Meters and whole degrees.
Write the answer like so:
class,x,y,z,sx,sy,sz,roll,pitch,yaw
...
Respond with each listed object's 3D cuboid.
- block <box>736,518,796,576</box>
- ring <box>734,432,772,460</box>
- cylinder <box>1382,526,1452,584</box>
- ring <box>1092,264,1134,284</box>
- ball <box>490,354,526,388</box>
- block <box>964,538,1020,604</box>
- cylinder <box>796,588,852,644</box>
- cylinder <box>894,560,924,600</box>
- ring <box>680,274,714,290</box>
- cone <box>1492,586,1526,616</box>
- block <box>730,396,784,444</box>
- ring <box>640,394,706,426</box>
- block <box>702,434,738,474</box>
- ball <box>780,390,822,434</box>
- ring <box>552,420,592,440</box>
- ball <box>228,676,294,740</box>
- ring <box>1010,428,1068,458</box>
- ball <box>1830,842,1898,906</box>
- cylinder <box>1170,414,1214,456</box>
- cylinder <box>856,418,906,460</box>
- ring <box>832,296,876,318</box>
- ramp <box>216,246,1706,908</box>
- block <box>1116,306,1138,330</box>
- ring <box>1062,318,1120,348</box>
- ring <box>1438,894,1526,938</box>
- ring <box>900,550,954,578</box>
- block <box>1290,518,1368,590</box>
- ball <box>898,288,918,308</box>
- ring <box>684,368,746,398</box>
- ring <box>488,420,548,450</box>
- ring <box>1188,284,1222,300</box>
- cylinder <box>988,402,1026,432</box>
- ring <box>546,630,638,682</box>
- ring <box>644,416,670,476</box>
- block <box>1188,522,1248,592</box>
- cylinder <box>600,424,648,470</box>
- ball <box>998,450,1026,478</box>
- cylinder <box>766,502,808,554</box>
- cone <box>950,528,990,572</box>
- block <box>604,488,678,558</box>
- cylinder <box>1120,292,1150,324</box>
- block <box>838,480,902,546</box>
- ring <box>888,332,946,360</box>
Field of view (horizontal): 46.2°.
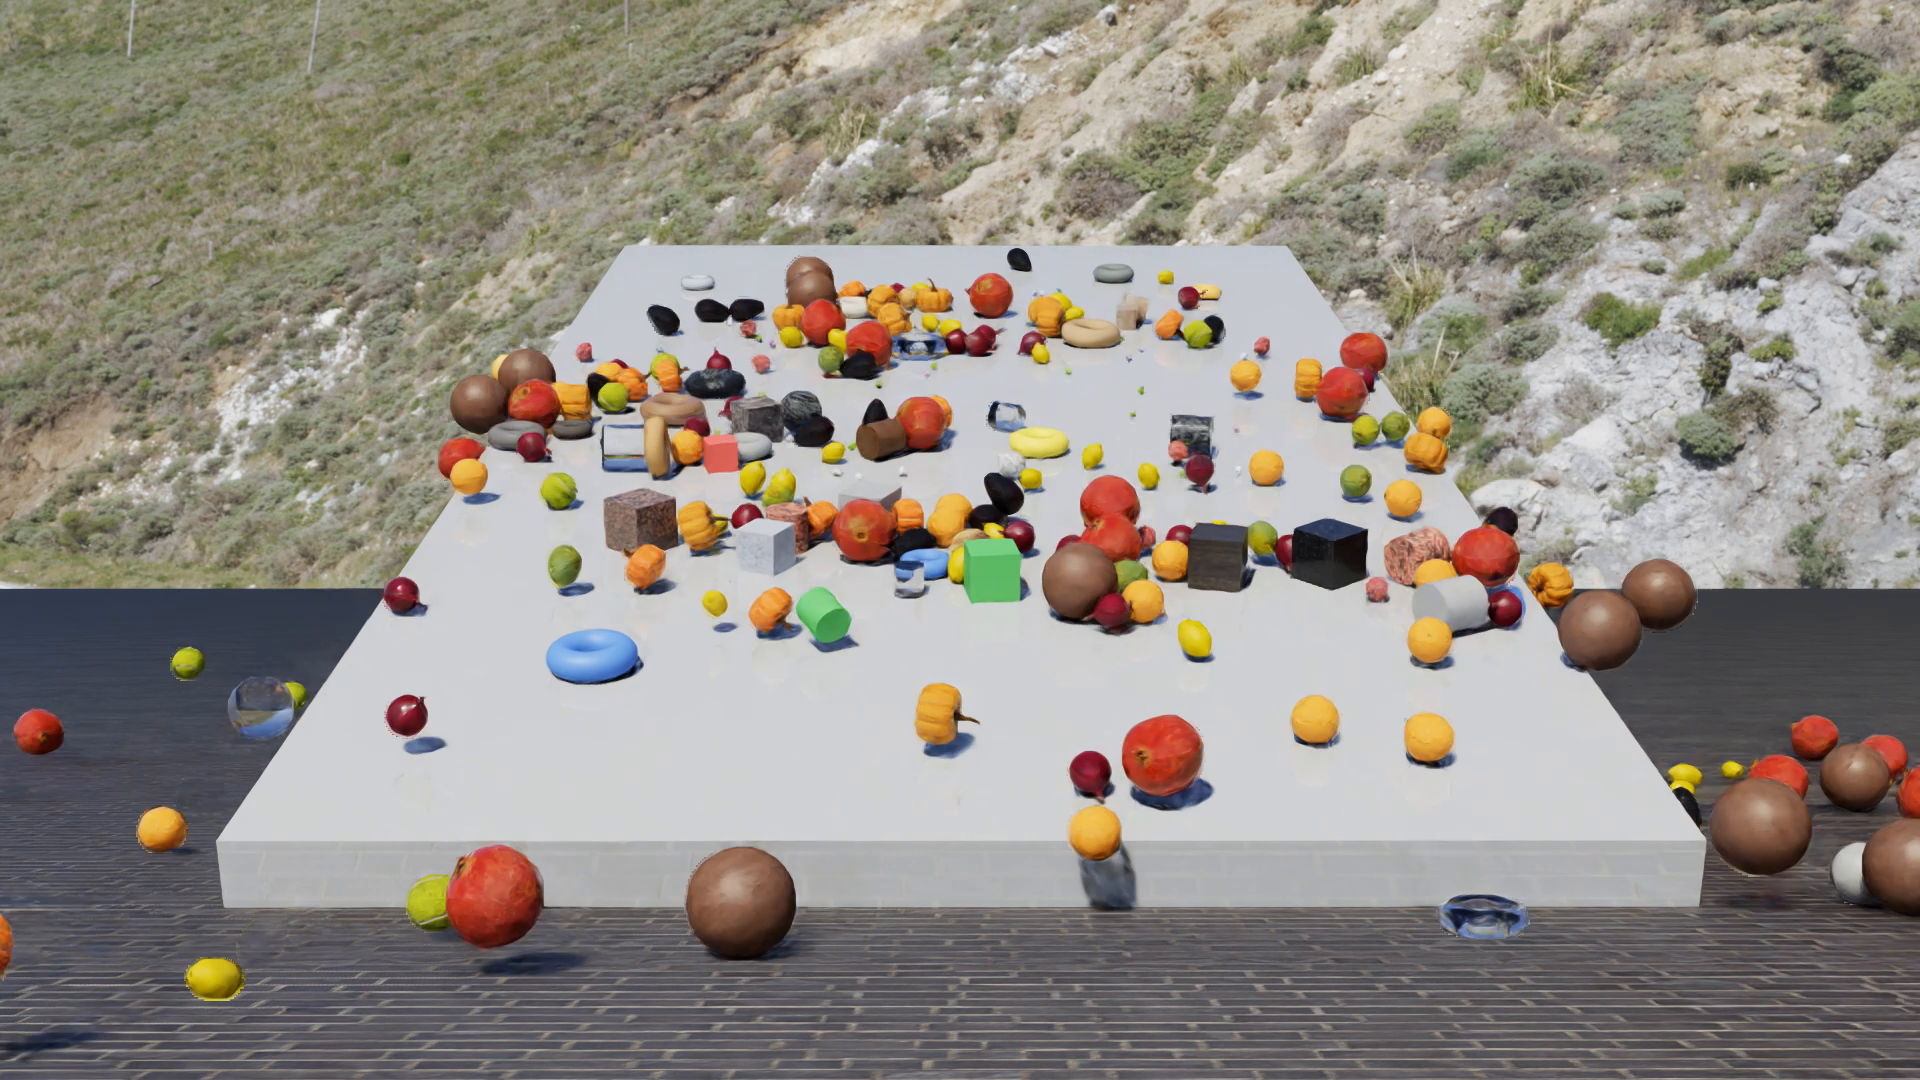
class,x,y,z,sx,sy,sz,roll,pitch,yaw
block,-0.349,0.012,4.042,0.077,0.077,0.077,9,21,24
ring,-0.450,-0.195,4.710,0.115,0.038,0.115,-1,19,0
cylinder,0.809,0.028,3.980,0.085,0.085,0.085,-18,10,-38
ring,0.431,-0.751,6.339,0.115,0.038,0.115,-1,20,0
ball,-1.088,-0.408,5.423,0.083,0.083,0.083,0,-1,0
block,0.055,0.053,3.909,0.087,0.087,0.087,-3,19,-8
cylinder,-0.222,0.122,3.662,0.066,0.066,0.066,1,31,-38
cylinder,-0.088,0.069,3.913,0.054,0.054,0.054,0,19,0
ring,-0.727,-0.714,6.238,0.094,0.031,0.094,1,18,0
cone,0.927,0.112,3.838,0.054,0.054,0.054,-27,-19,39
block,-0.435,-0.255,4.814,0.082,0.082,0.082,-11,22,-29
ring,-0.634,-0.287,4.964,0.144,0.048,0.144,1,18,0
block,-0.491,-0.177,4.617,0.062,0.062,0.062,-5,20,-15
ball,-0.342,-0.276,4.825,0.093,0.093,0.093,0,-1,0
ring,-0.835,-0.239,4.850,0.087,0.029,0.087,1,18,0
ball,-1.051,0.253,3.384,0.097,0.097,0.097,0,-1,0
ring,0.166,-0.205,4.736,0.127,0.042,0.127,1,18,0
ball,1.235,0.456,3.074,0.085,0.085,0.085,0,-1,0
cylinder,0.485,-0.220,4.707,0.083,0.083,0.083,5,0,9
cylinder,-0.164,-0.211,4.697,0.076,0.076,0.076,-17,10,-40
ring,-0.278,-0.614,5.931,0.118,0.039,0.118,2,19,-1
ramp,-0.004,-0.196,4.926,2.000,0.100,4.000,0,19,0
block,0.429,-0.571,5.788,0.054,0.054,0.054,2,19,5
ring,0.327,-0.518,5.638,0.149,0.050,0.149,3,21,-1
ring,0.656,0.472,2.822,0.108,0.036,0.108,-1,8,0
ring,-0.061,0.043,4.024,0.097,0.032,0.097,1,19,0
block,0.654,0.024,3.986,0.093,0.093,0.093,-16,25,-39
ball,-0.138,-0.645,5.999,0.056,0.056,0.056,0,-1,0
ring,-0.564,-0.360,5.179,0.139,0.046,0.139,-1,19,0
ring,-0.941,-0.222,4.782,0.126,0.042,0.126,1,18,0
ring,0.668,-0.677,6.135,0.092,0.031,0.092,0,18,0
cylinder,0.102,-0.268,4.888,0.060,0.060,0.060,10,3,26
ring,-0.586,0.184,3.584,0.145,0.048,0.145,-1,19,0
ring,-0.614,-0.191,4.558,0.041,0.124,0.124,-4,-1,0
block,0.455,0.031,3.967,0.093,0.093,0.093,4,19,13
cylinder,-0.684,-0.190,4.608,0.092,0.092,0.092,-1,-1,-3
ball,0.105,-0.152,4.555,0.057,0.057,0.057,0,-1,0
cylinder,-0.318,-0.020,4.136,0.077,0.077,0.077,0,19,0
cone,0.012,0.026,4.062,0.085,0.085,0.085,0,-8,-15
block,-0.588,-0.032,4.143,0.094,0.094,0.094,17,25,40
cylinder,0.451,-0.603,5.839,0.065,0.065,0.065,26,-6,-10
block,-0.168,-0.051,4.208,0.090,0.090,0.090,9,21,24
ring,-0.105,-0.476,5.520,0.143,0.048,0.143,1,18,0
